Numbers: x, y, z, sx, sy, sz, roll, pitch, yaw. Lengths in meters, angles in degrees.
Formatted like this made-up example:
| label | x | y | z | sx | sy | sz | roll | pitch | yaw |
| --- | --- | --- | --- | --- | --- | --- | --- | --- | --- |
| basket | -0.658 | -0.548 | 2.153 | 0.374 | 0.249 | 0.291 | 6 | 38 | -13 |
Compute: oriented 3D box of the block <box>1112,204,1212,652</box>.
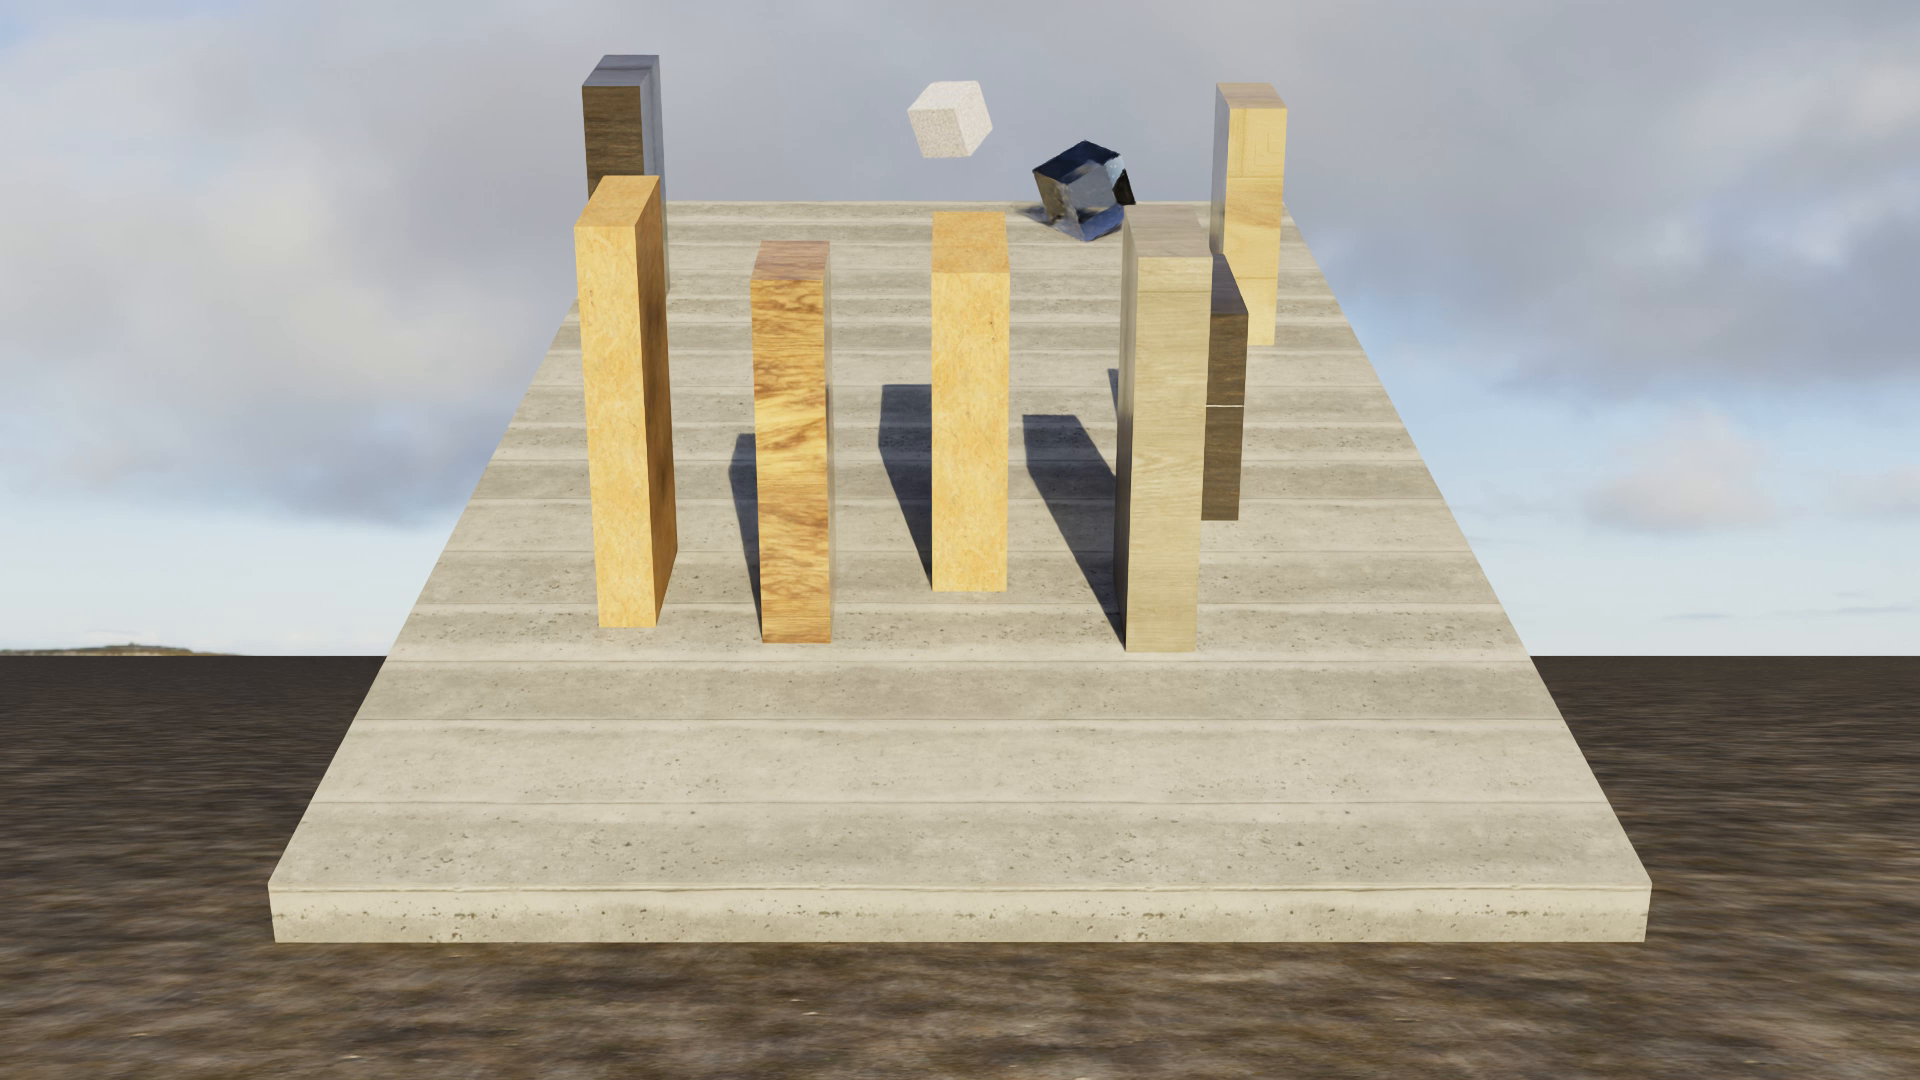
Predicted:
| label | x | y | z | sx | sy | sz | roll | pitch | yaw |
| --- | --- | --- | --- | --- | --- | --- | --- | --- | --- |
| block | 0.352 | -0.200 | 4.074 | 0.122 | 0.715 | 0.349 | 0 | 22 | 0 |

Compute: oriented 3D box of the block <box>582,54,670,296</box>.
| label | x | y | z | sx | sy | sz | roll | pitch | yaw |
| --- | --- | --- | --- | --- | --- | --- | --- | --- | --- |
| block | -0.841 | -0.882 | 5.842 | 0.140 | 0.619 | 0.399 | 0 | 22 | 0 |

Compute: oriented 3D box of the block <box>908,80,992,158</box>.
| label | x | y | z | sx | sy | sz | roll | pitch | yaw |
| --- | --- | --- | --- | --- | --- | --- | --- | --- | --- |
| block | -0.028 | -1.251 | 6.851 | 0.162 | 0.162 | 0.162 | 4 | 42 | 31 |

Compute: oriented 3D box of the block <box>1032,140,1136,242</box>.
| label | x | y | z | sx | sy | sz | roll | pitch | yaw |
| --- | --- | --- | --- | --- | --- | --- | --- | --- | --- |
| block | 0.360 | -1.004 | 6.626 | 0.189 | 0.189 | 0.189 | -32 | 34 | -16 |

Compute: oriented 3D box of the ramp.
| label | x | y | z | sx | sy | sz | roll | pitch | yaw |
| --- | --- | --- | --- | --- | --- | --- | --- | --- | --- |
| ramp | -0.007 | -0.223 | 5.195 | 2.000 | 0.100 | 4.000 | 0 | 22 | 0 |

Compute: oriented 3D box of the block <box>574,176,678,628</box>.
| label | x | y | z | sx | sy | sz | roll | pitch | yaw |
| --- | --- | --- | --- | --- | --- | --- | --- | --- | --- |
| block | -0.597 | -0.253 | 4.168 | 0.102 | 0.739 | 0.360 | 0 | 22 | 0 |

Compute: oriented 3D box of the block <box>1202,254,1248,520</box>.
| label | x | y | z | sx | sy | sz | roll | pitch | yaw |
| --- | --- | --- | --- | --- | --- | --- | --- | --- | --- |
| block | 0.500 | -0.320 | 4.735 | 0.115 | 0.433 | 0.427 | 0 | 22 | 0 |

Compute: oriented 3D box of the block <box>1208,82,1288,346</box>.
| label | x | y | z | sx | sy | sz | roll | pitch | yaw |
| --- | --- | --- | --- | --- | --- | --- | --- | --- | --- |
| block | 0.708 | -0.812 | 5.721 | 0.136 | 0.587 | 0.308 | 0 | 22 | 0 |

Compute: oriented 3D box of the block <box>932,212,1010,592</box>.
| label | x | y | z | sx | sy | sz | roll | pitch | yaw |
| --- | --- | --- | --- | --- | --- | --- | --- | --- | --- |
| block | 0.017 | -0.270 | 4.375 | 0.138 | 0.613 | 0.429 | 0 | 22 | 0 |

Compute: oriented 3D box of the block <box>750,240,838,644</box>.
| label | x | y | z | sx | sy | sz | roll | pitch | yaw |
| --- | --- | --- | --- | --- | --- | --- | --- | --- | --- |
| block | -0.289 | -0.172 | 4.068 | 0.120 | 0.666 | 0.248 | 0 | 22 | 0 |
